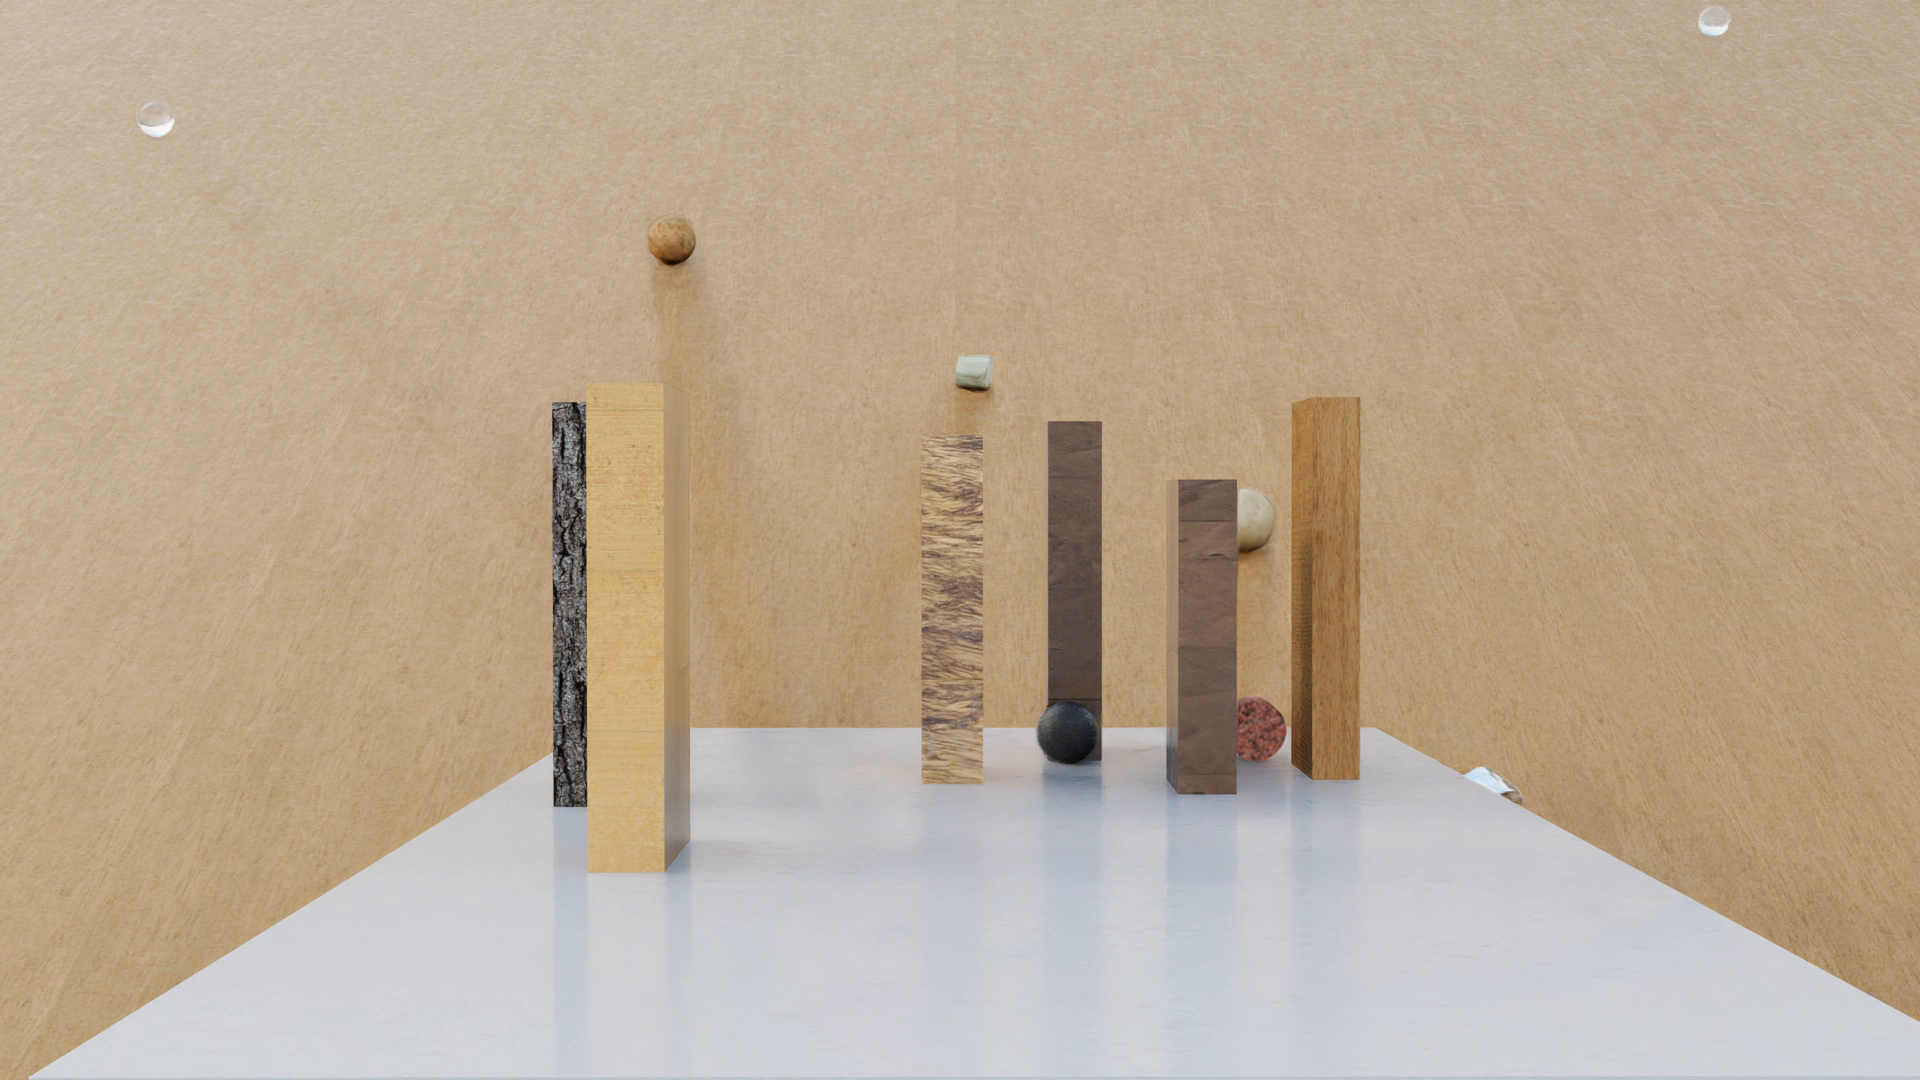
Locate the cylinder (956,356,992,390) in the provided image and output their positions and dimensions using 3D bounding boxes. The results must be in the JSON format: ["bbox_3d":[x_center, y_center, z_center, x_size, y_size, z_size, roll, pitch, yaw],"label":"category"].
[{"bbox_3d":[0.048,-0.562,8.674,0.105,0.105,0.105,5,28,11],"label":"cylinder"}]

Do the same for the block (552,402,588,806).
[{"bbox_3d":[-0.730,0.120,5.074,0.080,0.766,0.384,0,1,0],"label":"block"}]

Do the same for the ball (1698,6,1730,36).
[{"bbox_3d":[3.590,-2.469,12.297,0.142,0.142,0.142,0,28,0],"label":"ball"}]

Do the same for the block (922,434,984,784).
[{"bbox_3d":[-0.016,0.139,5.444,0.126,0.715,0.337,0,1,0],"label":"block"}]

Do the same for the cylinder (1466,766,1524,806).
[{"bbox_3d":[1.304,0.638,6.360,0.115,0.115,0.115,-14,35,-25],"label":"cylinder"}]

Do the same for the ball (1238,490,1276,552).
[{"bbox_3d":[0.839,-0.057,7.619,0.185,0.185,0.185,0,28,0],"label":"ball"}]

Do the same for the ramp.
[{"bbox_3d":[0.062,0.559,4.597,2.000,0.100,4.000,0,1,0],"label":"ramp"}]

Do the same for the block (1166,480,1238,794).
[{"bbox_3d":[0.488,0.189,5.229,0.116,0.621,0.283,0,1,0],"label":"block"}]

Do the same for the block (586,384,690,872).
[{"bbox_3d":[-0.521,0.134,4.214,0.120,0.762,0.391,0,1,0],"label":"block"}]

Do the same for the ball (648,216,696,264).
[{"bbox_3d":[-1.079,-1.122,9.668,0.182,0.182,0.182,0,28,0],"label":"ball"}]

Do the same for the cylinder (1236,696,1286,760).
[{"bbox_3d":[0.663,0.424,5.824,0.134,0.134,0.134,1,1,2],"label":"cylinder"}]

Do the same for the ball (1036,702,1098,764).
[{"bbox_3d":[0.237,0.424,5.692,0.137,0.137,0.137,0,28,0],"label":"ball"}]

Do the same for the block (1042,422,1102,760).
[{"bbox_3d":[0.256,0.111,5.934,0.120,0.756,0.357,0,1,0],"label":"block"}]

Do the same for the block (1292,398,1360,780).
[{"bbox_3d":[0.780,0.098,5.522,0.099,0.793,0.337,0,1,0],"label":"block"}]

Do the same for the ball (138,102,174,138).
[{"bbox_3d":[-3.421,-1.789,10.985,0.148,0.148,0.148,0,28,0],"label":"ball"}]
